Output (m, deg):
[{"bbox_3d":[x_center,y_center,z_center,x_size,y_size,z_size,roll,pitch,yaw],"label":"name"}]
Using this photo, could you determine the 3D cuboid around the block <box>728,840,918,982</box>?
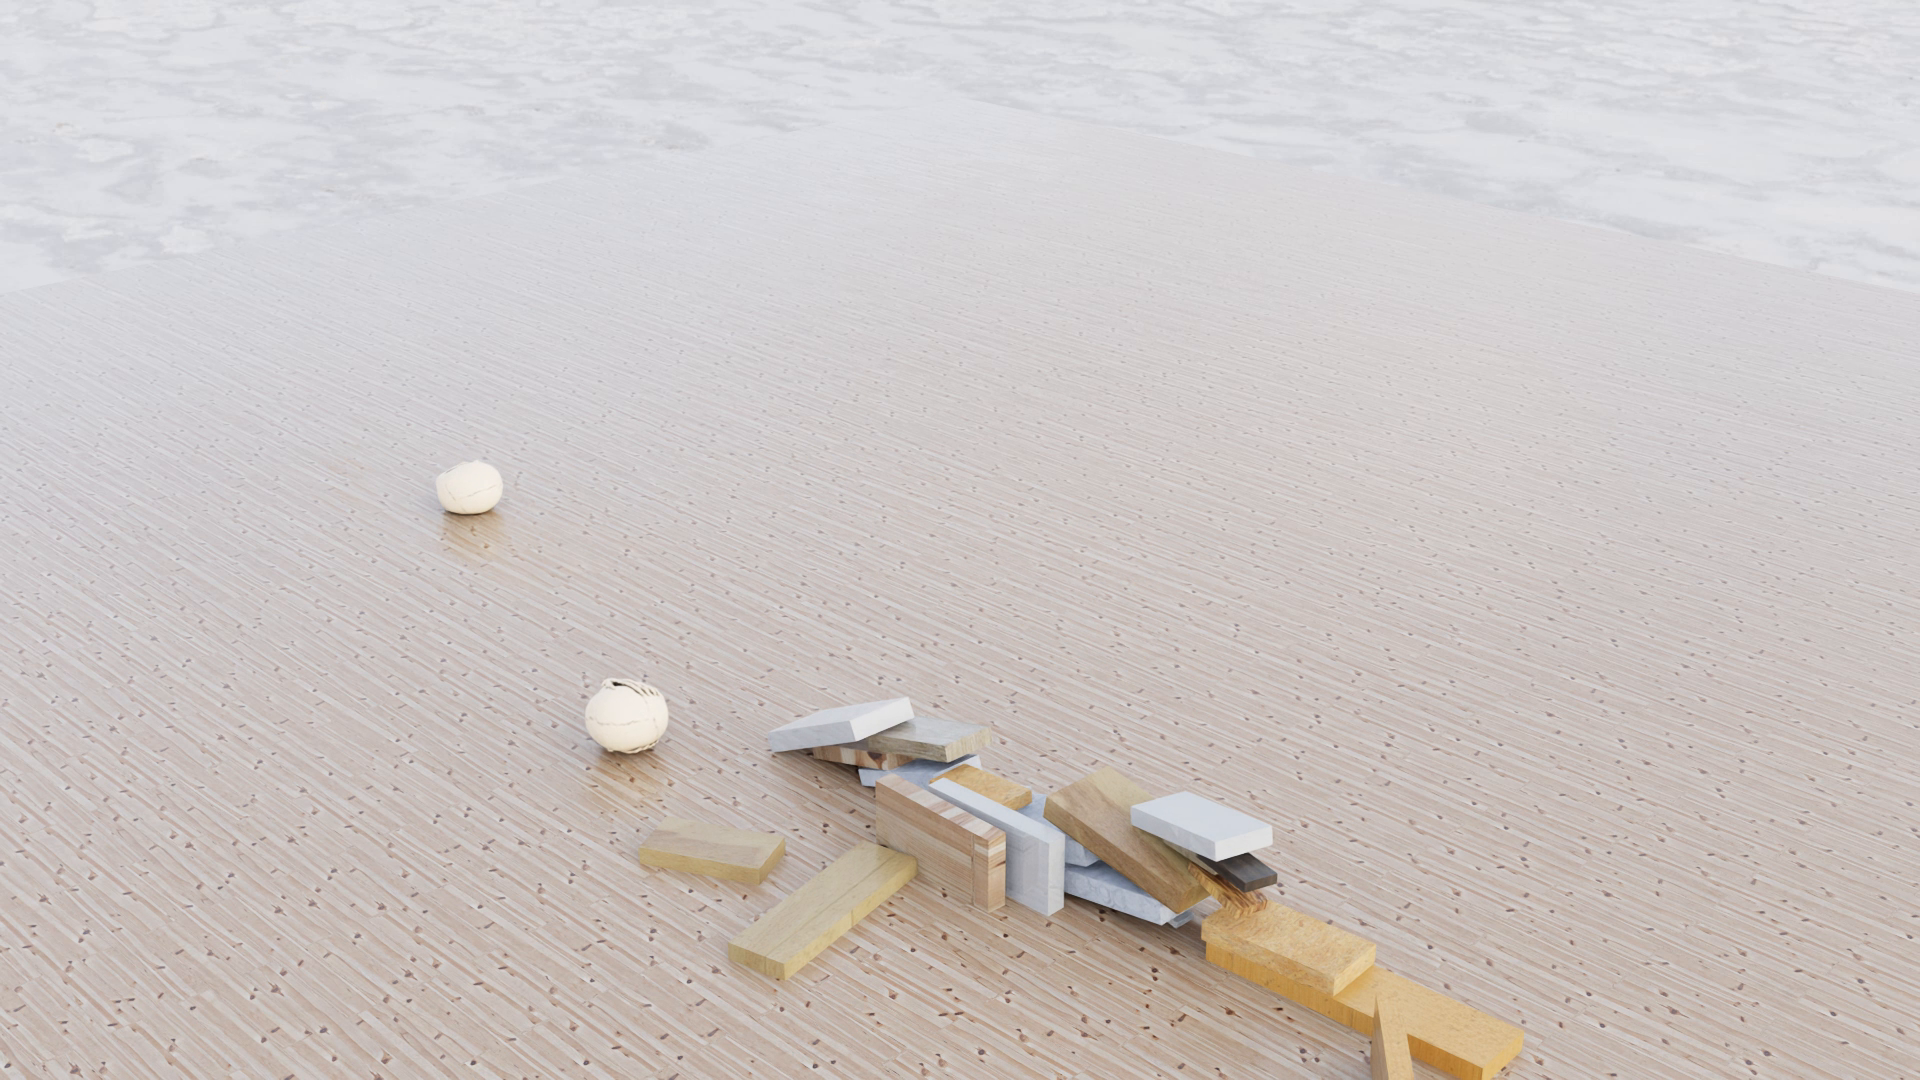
[{"bbox_3d":[-0.250,0.685,4.101,0.127,0.036,0.425,14,27,30],"label":"block"}]

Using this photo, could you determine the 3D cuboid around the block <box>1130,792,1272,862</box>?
[{"bbox_3d":[0.436,0.518,3.994,0.127,0.036,0.254,-11,14,-30],"label":"block"}]

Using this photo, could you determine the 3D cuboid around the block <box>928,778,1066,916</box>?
[{"bbox_3d":[0.066,0.582,4.188,0.314,0.157,0.044,21,30,40],"label":"block"}]

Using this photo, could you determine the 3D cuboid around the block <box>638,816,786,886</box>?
[{"bbox_3d":[-0.483,0.605,4.289,0.254,0.036,0.127,8,24,17],"label":"block"}]

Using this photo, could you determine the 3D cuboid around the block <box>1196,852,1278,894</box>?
[{"bbox_3d":[0.490,0.577,3.899,0.071,0.020,0.142,-11,24,-28],"label":"block"}]

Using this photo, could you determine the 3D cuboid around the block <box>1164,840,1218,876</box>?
[{"bbox_3d":[0.442,0.560,3.993,0.071,0.020,0.142,-13,26,-33],"label":"block"}]

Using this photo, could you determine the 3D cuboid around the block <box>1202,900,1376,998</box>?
[{"bbox_3d":[0.584,0.716,3.922,0.276,0.039,0.138,18,29,37],"label":"block"}]

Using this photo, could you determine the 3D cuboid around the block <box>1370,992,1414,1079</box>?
[{"bbox_3d":[0.697,0.866,3.543,0.039,0.138,0.276,2,23,5],"label":"block"}]

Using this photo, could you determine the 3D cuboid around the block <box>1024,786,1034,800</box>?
[{"bbox_3d":[0.048,0.517,4.393,0.096,0.027,0.192,-21,10,-39],"label":"block"}]

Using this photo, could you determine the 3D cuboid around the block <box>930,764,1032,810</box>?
[{"bbox_3d":[0.040,0.492,4.310,0.096,0.027,0.192,-22,25,-37],"label":"block"}]

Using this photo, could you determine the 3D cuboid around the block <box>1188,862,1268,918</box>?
[{"bbox_3d":[0.480,0.618,3.937,0.071,0.020,0.142,-12,35,-30],"label":"block"}]

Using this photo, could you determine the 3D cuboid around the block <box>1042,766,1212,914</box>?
[{"bbox_3d":[0.337,0.553,4.083,0.171,0.048,0.342,-21,41,-40],"label":"block"}]

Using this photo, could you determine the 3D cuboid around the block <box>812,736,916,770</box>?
[{"bbox_3d":[-0.185,0.434,4.611,0.124,0.035,0.247,-20,15,-40],"label":"block"}]

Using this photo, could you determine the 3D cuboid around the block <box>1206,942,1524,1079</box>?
[{"bbox_3d":[0.698,0.793,3.841,0.559,0.039,0.138,19,30,38],"label":"block"}]

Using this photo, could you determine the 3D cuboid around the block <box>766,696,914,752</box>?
[{"bbox_3d":[-0.253,0.388,4.617,0.157,0.044,0.314,-20,4,-38],"label":"block"}]

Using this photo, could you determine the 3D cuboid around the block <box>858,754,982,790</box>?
[{"bbox_3d":[-0.083,0.471,4.501,0.124,0.035,0.247,-20,10,-38],"label":"block"}]

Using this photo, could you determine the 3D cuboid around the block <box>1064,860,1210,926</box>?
[{"bbox_3d":[0.306,0.628,4.151,0.171,0.048,0.342,-21,22,-40],"label":"block"}]

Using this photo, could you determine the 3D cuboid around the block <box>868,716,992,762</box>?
[{"bbox_3d":[-0.063,0.403,4.474,0.124,0.035,0.247,-20,15,-39],"label":"block"}]

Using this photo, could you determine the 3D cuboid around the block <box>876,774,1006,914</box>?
[{"bbox_3d":[-0.040,0.577,4.201,0.044,0.157,0.314,-20,30,-39],"label":"block"}]

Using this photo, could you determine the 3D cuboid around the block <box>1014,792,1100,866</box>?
[{"bbox_3d":[0.175,0.557,4.273,0.171,0.048,0.342,-21,16,-41],"label":"block"}]

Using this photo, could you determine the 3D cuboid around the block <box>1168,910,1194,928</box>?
[{"bbox_3d":[0.385,0.684,4.099,0.047,0.013,0.095,-21,42,-40],"label":"block"}]
